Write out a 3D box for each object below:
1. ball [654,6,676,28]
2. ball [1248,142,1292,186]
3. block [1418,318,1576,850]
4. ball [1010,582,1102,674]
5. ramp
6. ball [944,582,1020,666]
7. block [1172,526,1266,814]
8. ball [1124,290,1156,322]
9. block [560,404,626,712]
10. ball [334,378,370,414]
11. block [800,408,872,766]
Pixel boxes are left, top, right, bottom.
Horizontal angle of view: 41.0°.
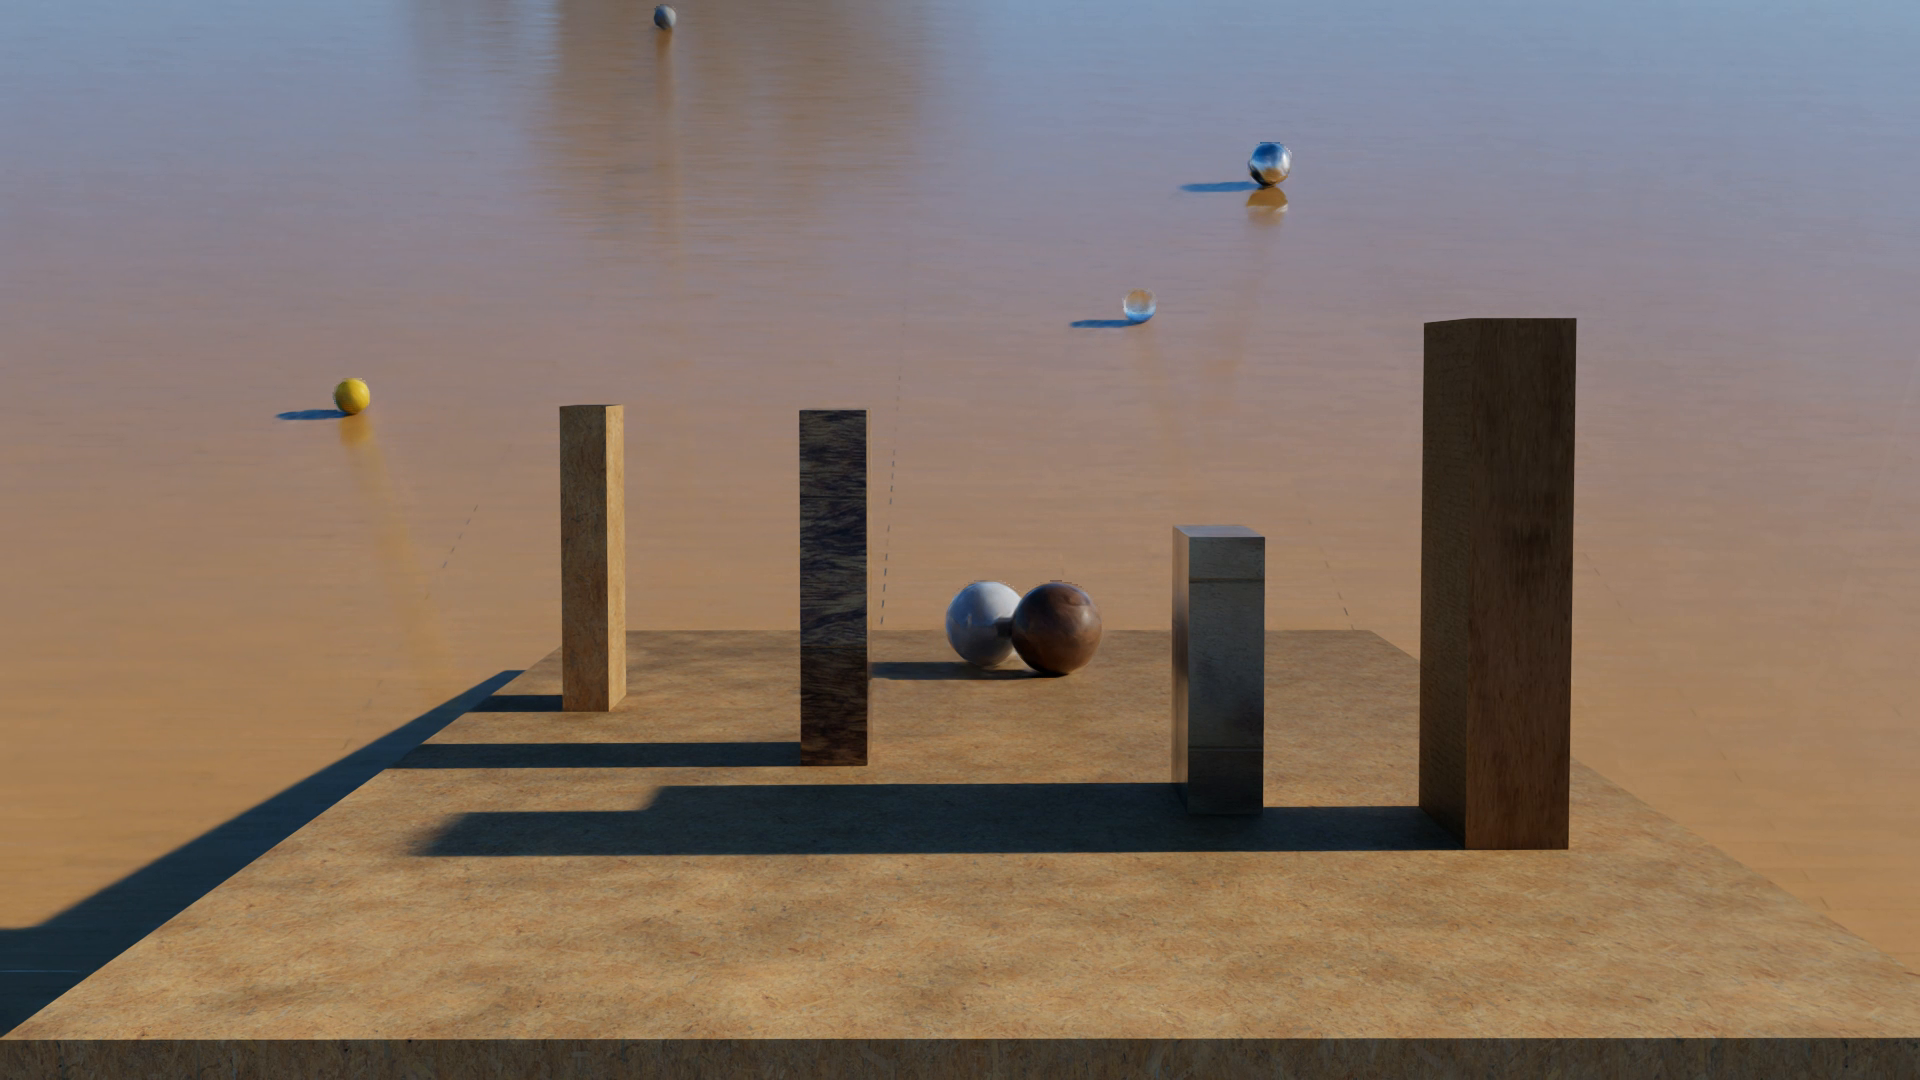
[{"bbox_3d":[-1.972,-3.495,17.167,0.150,0.150,0.150,0,19,0],"label":"ball"},{"bbox_3d":[1.478,-1.793,12.255,0.204,0.204,0.204,0,19,0],"label":"ball"},{"bbox_3d":[0.767,0.051,3.689,0.142,0.730,0.357,0,4,0],"label":"block"},{"bbox_3d":[0.208,0.192,5.570,0.200,0.200,0.200,0,19,0],"label":"ball"},{"bbox_3d":[0.046,0.411,4.537,2.000,0.100,4.000,0,4,0],"label":"ramp"},{"bbox_3d":[0.061,0.187,5.729,0.190,0.190,0.190,0,19,0],"label":"ball"},{"bbox_3d":[0.395,0.192,3.955,0.113,0.413,0.290,0,4,0],"label":"block"},{"bbox_3d":[0.688,-0.896,9.821,0.127,0.127,0.127,0,19,0],"label":"ball"},{"bbox_3d":[-0.725,0.029,5.082,0.089,0.590,0.260,0,4,0],"label":"block"},{"bbox_3d":[-2.053,-0.486,8.672,0.117,0.117,0.117,0,19,0],"label":"ball"},{"bbox_3d":[-0.211,0.072,4.405,0.111,0.594,0.280,0,4,0],"label":"block"}]
